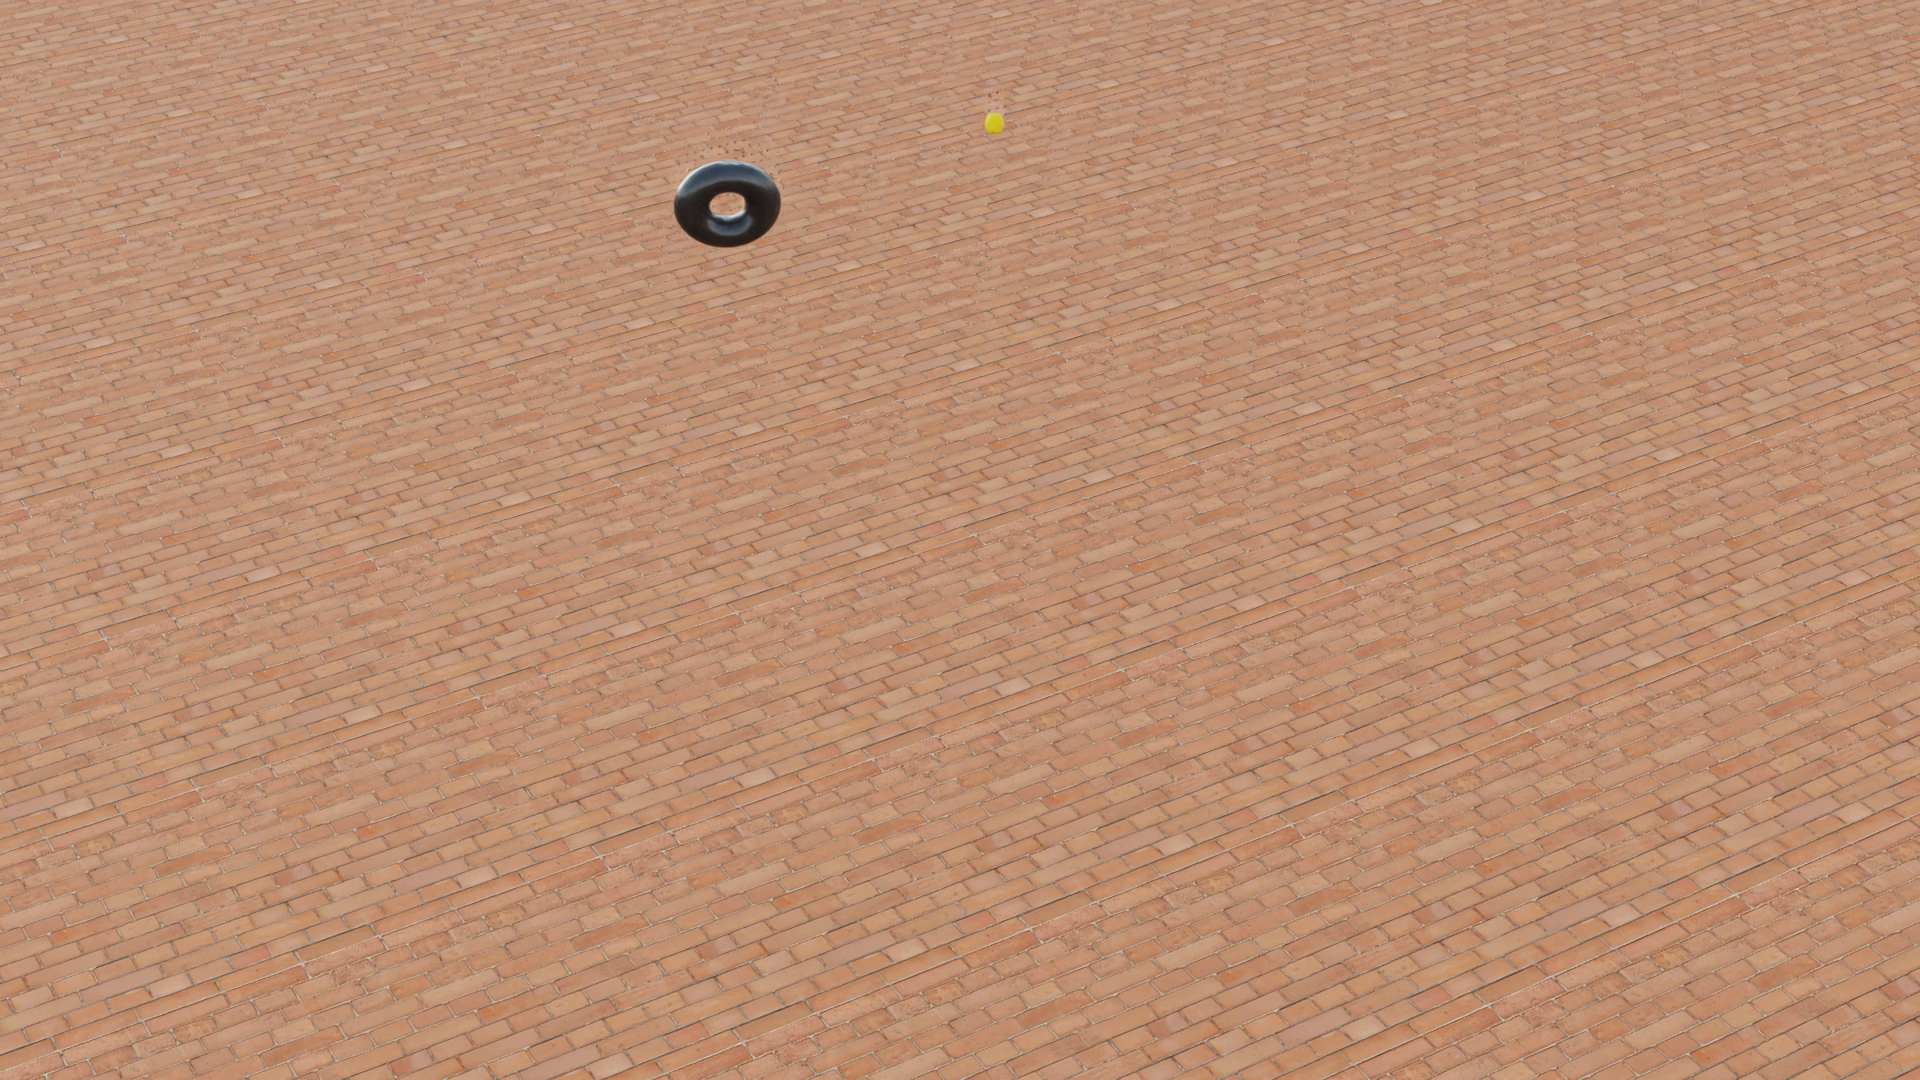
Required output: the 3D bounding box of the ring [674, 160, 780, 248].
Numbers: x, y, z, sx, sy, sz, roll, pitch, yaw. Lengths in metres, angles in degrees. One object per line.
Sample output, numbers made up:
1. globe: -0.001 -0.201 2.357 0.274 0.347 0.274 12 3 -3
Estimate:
1. ring: -0.656 -0.948 8.277 0.306 0.268 0.091 -1 35 -13
